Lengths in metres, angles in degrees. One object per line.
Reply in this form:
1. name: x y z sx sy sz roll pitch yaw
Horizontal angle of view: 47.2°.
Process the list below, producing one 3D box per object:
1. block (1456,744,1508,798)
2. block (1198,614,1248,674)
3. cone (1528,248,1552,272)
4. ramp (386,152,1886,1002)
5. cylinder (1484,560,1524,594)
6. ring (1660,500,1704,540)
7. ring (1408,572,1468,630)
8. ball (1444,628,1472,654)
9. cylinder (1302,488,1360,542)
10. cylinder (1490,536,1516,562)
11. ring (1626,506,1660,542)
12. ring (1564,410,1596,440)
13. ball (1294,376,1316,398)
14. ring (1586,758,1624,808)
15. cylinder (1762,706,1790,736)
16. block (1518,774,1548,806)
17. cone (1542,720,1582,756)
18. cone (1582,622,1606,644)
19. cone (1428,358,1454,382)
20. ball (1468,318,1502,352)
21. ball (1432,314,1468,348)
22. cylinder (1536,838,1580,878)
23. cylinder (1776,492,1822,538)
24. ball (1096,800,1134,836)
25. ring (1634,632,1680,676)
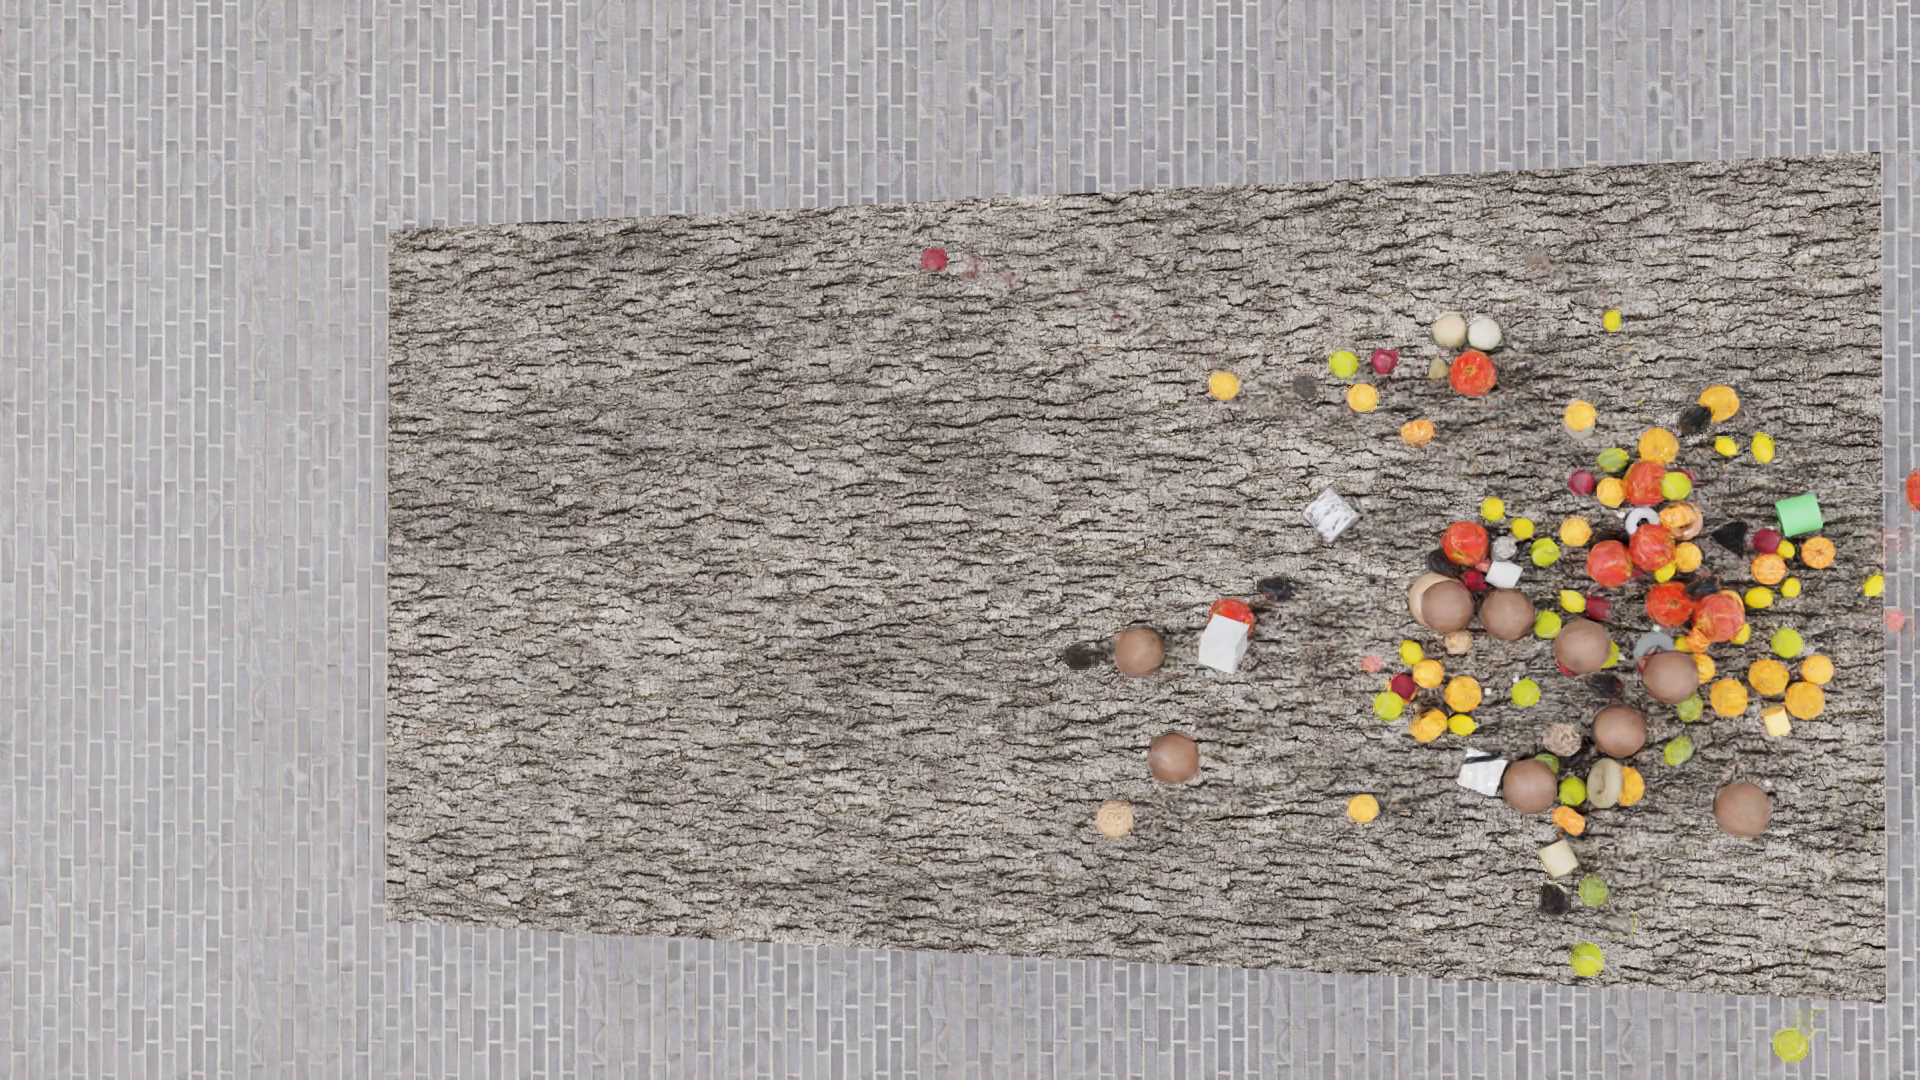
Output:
1. block: 1.279 0.565 5.385 0.095 0.095 0.095 19 95 17
2. block: 0.653 0.257 5.446 0.090 0.090 0.090 18 47 20
3. cone: 1.433 -0.674 5.391 0.058 0.058 0.058 43 89 -14
4. ramp: 0.274 0.094 5.804 4.000 0.100 2.000 0 89 17
5. cylinder: 1.333 0.084 5.387 0.069 0.069 0.069 32 89 -5
6. ring: 1.735 -0.046 5.284 0.097 0.032 0.097 -1 87 22
7. ring: 1.184 0.150 5.445 0.144 0.048 0.144 -1 88 16
8. ball: 1.229 0.248 5.419 0.067 0.067 0.067 0 89 0
9. cylinder: 0.928 -0.062 5.500 0.099 0.099 0.099 -41 78 -1
10. cylinder: 1.318 0.023 5.344 0.054 0.054 0.054 -1 77 2
11. ring: 1.647 -0.038 5.304 0.086 0.029 0.086 -6 80 37
12. ring: 1.511 -0.282 5.362 0.075 0.025 0.075 0 90 18
13. ball: 0.870 -0.387 5.546 0.053 0.053 0.053 0 89 0
14. ring: 1.546 0.584 5.272 0.041 0.123 0.123 11 89 -13
15. cylinder: 1.924 0.426 5.184 0.052 0.052 0.052 -23 99 0
16. block: 1.399 0.610 5.367 0.056 0.056 0.056 -21 83 16
17. cone: 1.463 0.460 5.322 0.092 0.092 0.092 10 119 18
18. cone: 1.534 0.229 5.302 0.052 0.052 0.052 9 89 40
19. cone: 1.206 -0.420 5.457 0.060 0.060 0.060 5 89 -20
20. ball: 1.289 -0.504 5.404 0.081 0.081 0.081 0 89 0
21. ball: 1.210 -0.515 5.427 0.084 0.084 0.084 0 89 0
22. cylinder: 1.452 0.771 5.339 0.074 0.074 0.074 -27 82 0
23. cylinder: 1.977 -0.059 5.182 0.086 0.086 0.086 -15 89 16
24. ball: 0.399 0.715 5.655 0.094 0.094 0.094 0 89 0
25. ring: 1.678 0.274 5.295 0.109 0.036 0.109 -1 88 22
